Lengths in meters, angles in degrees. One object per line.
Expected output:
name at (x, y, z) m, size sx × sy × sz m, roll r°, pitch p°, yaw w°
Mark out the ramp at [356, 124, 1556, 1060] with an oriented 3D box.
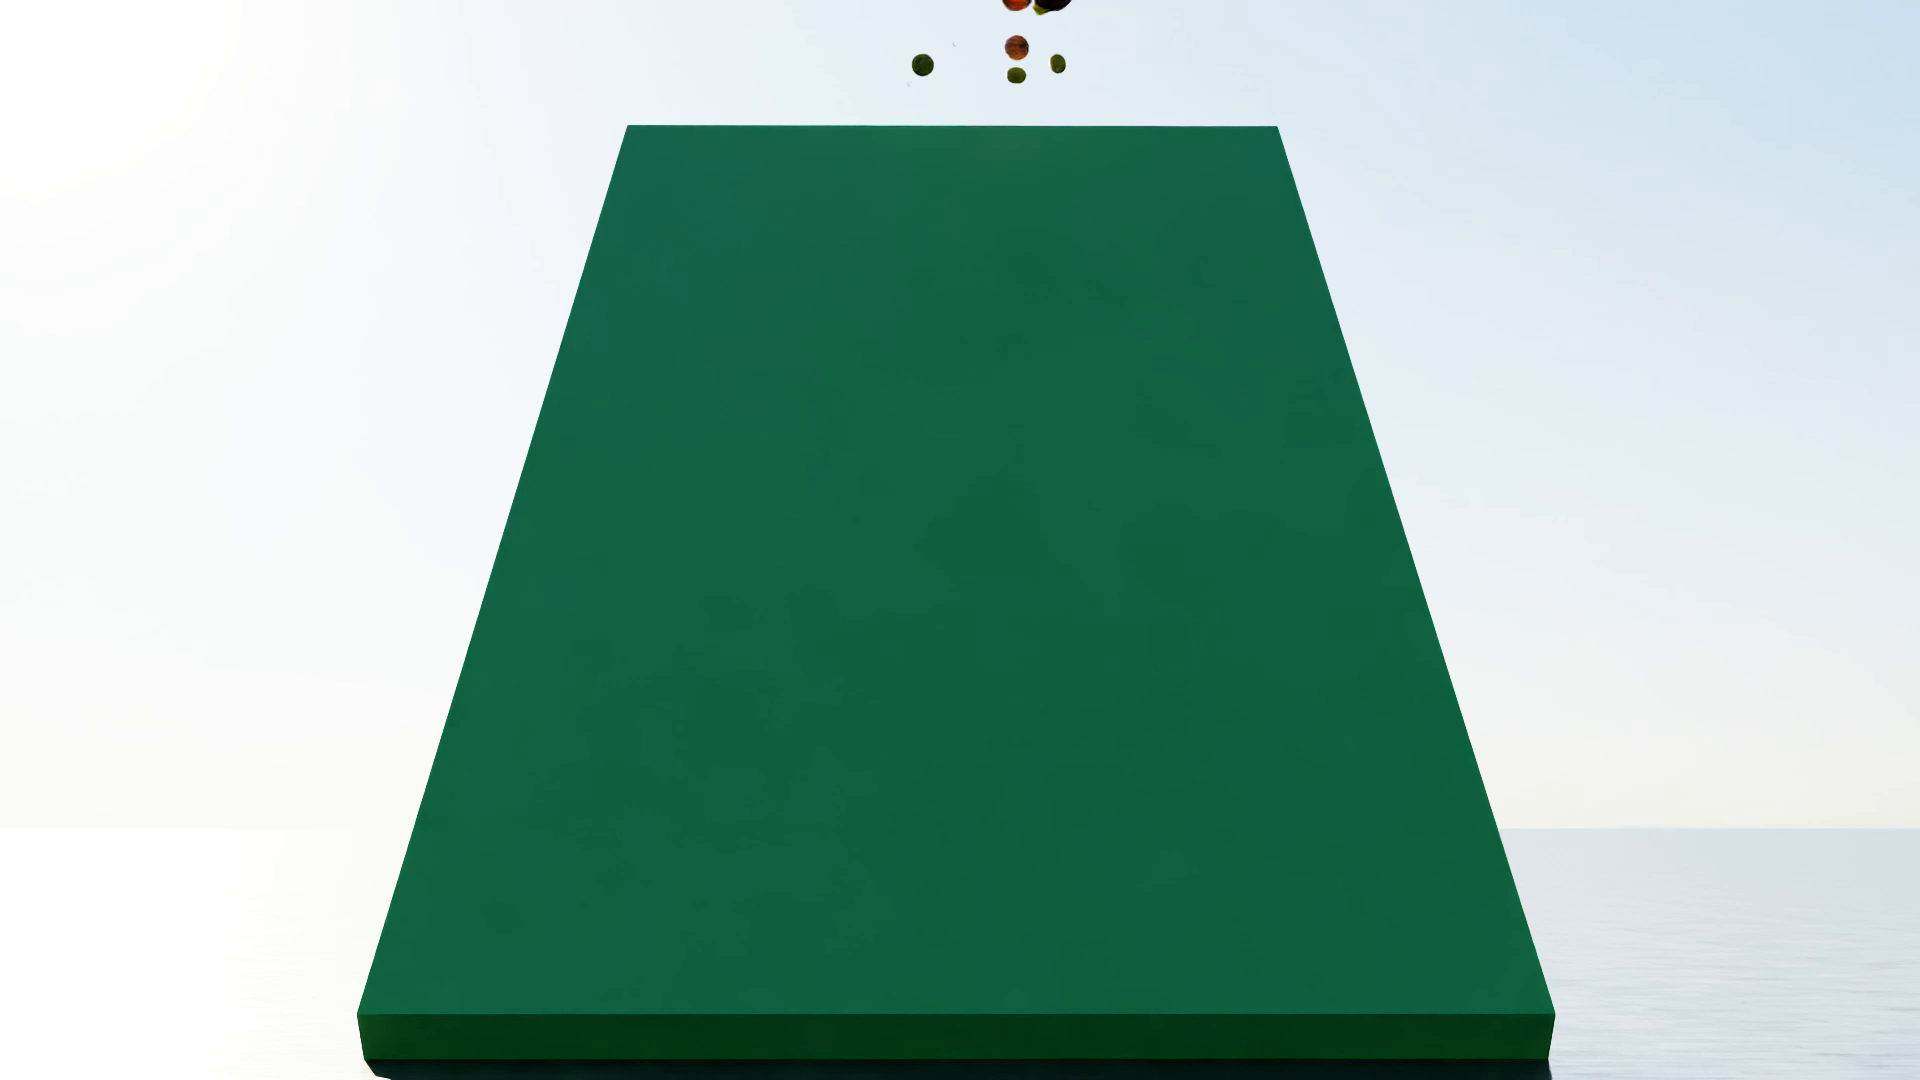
ramp at (-0.014, -0.200, 5.792) m, size 2.000 × 0.100 × 4.000 m, roll 0°, pitch 31°, yaw 0°
